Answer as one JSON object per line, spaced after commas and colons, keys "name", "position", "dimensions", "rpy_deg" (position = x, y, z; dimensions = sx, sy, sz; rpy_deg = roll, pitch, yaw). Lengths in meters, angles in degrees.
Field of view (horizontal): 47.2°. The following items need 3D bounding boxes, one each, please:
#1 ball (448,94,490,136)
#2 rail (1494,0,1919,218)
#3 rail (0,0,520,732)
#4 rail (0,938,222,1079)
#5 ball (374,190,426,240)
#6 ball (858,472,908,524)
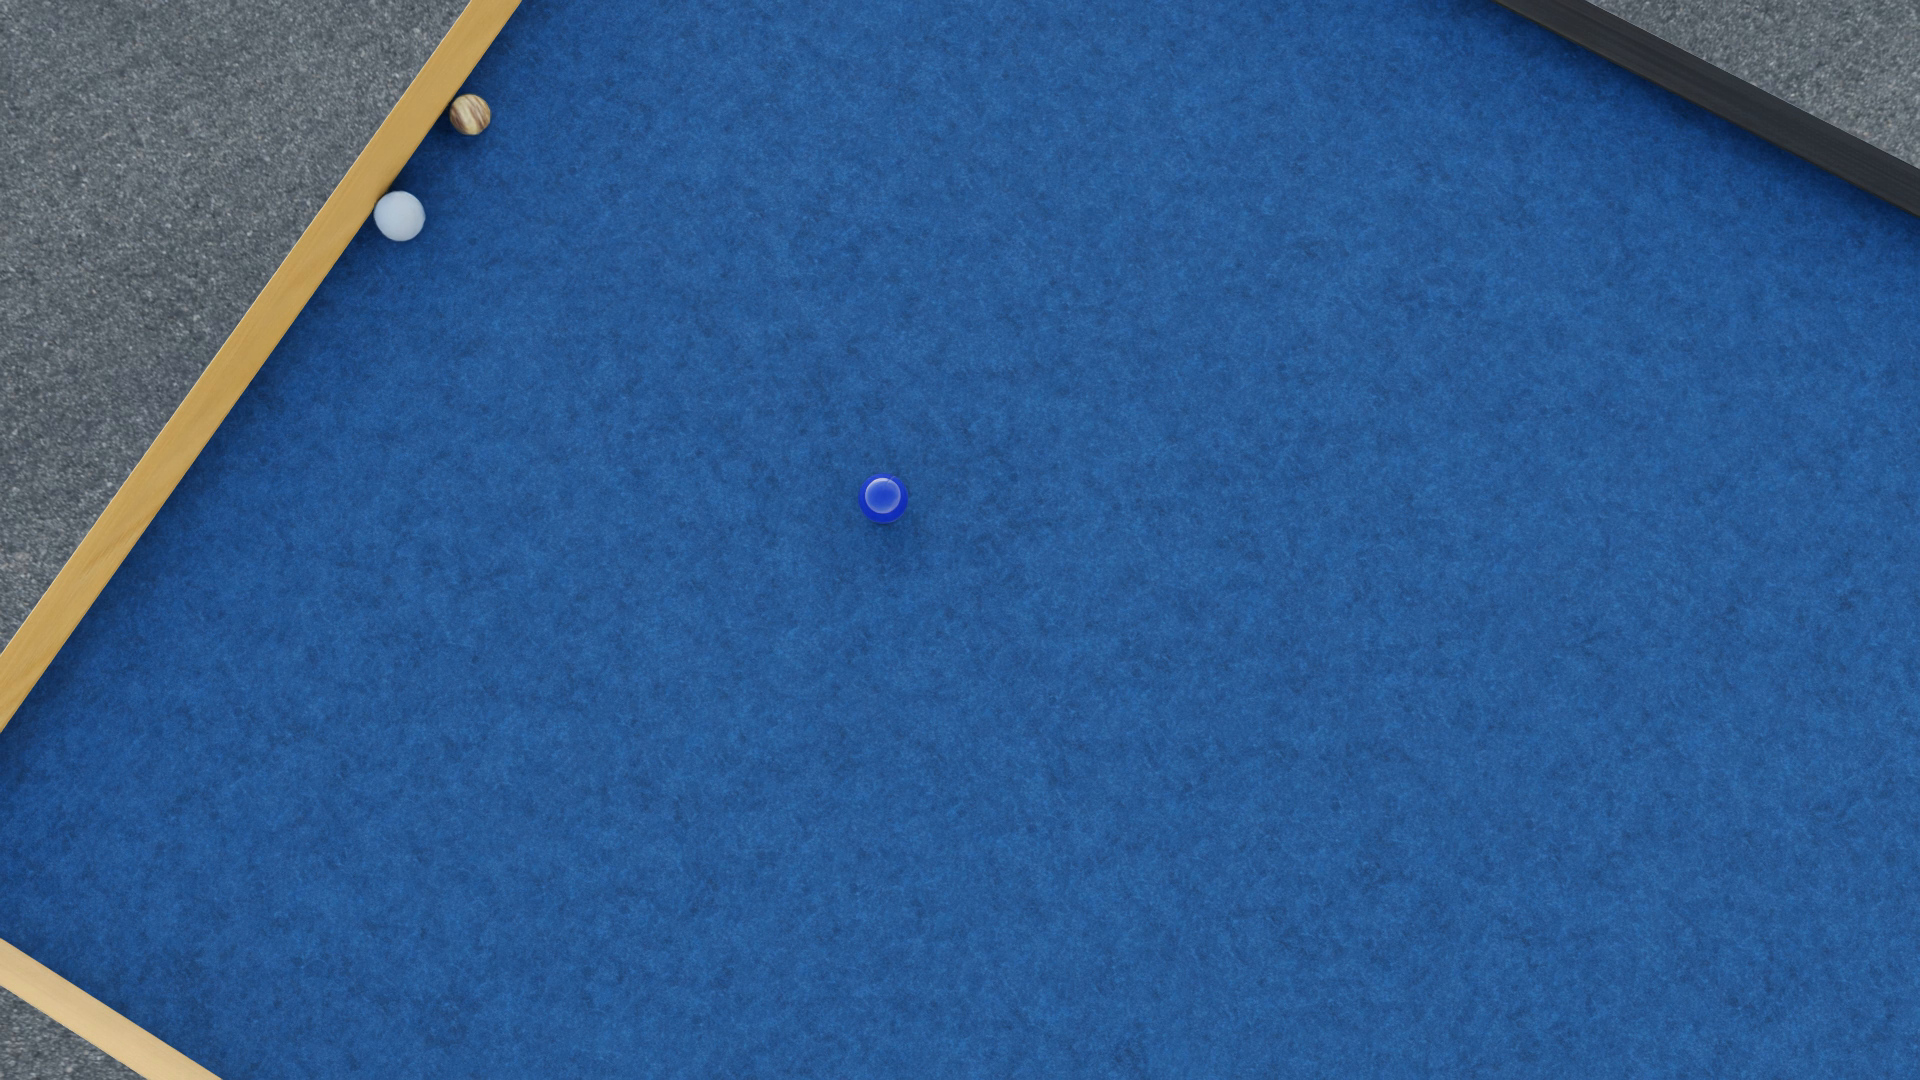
{"name": "ball", "position": [-0.791, -0.685, 3.545], "dimensions": [0.066, 0.066, 0.066], "rpy_deg": [0, 75, 0]}
{"name": "rail", "position": [1.596, -0.490, 3.472], "dimensions": [4.483, 0.102, 0.045], "rpy_deg": [30, 77, 8]}
{"name": "rail", "position": [-0.946, -0.540, 3.485], "dimensions": [0.045, 0.102, 2.533], "rpy_deg": [30, 77, 8]}
{"name": "rail", "position": [0.337, 1.576, 2.903], "dimensions": [4.483, 0.102, 0.045], "rpy_deg": [30, 77, 8]}
{"name": "ball", "position": [-0.889, -0.515, 3.491], "dimensions": [0.079, 0.079, 0.079], "rpy_deg": [0, 75, 0]}
{"name": "ball", "position": [-0.117, -0.064, 3.368], "dimensions": [0.078, 0.078, 0.078], "rpy_deg": [0, 75, 0]}
